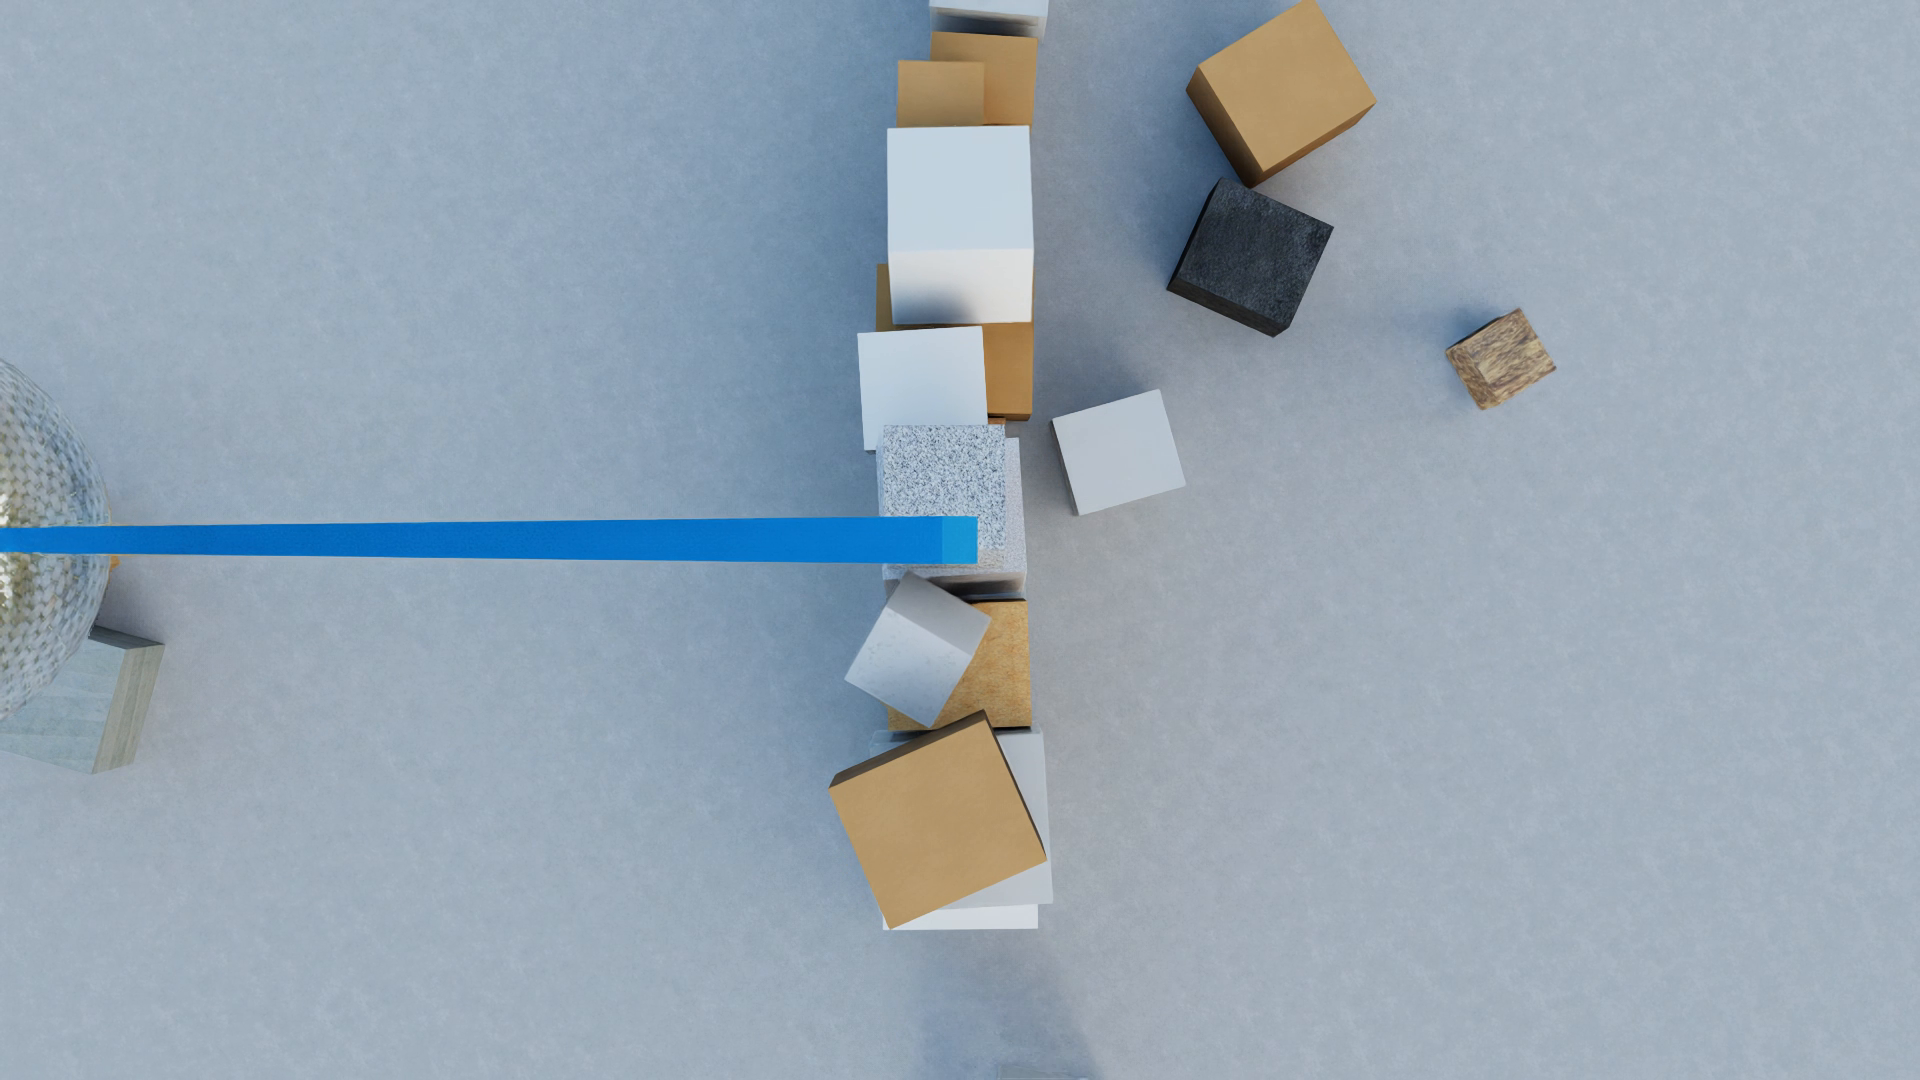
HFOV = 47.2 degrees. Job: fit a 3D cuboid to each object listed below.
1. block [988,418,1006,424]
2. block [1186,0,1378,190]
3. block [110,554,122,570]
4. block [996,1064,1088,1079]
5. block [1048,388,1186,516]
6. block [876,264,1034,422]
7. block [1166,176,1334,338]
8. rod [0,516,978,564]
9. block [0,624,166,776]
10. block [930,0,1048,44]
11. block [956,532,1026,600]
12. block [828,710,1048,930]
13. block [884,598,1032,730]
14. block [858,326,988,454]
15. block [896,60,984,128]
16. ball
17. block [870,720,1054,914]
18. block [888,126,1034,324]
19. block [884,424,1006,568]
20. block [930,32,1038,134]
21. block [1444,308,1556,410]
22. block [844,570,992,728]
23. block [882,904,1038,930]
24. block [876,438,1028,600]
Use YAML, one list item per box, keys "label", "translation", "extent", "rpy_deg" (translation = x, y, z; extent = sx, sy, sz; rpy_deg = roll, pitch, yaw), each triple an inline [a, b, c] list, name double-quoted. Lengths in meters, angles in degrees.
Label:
- label: "block"
  translation: [-0.017, -0.372, 12.741]
  extent: [0.552, 0.519, 0.641]
  rpy_deg: [0, 90, 0]
- label: "block"
  translation: [1.834, -2.557, 12.654]
  extent: [0.749, 0.692, 0.702]
  rpy_deg: [-32, 90, 0]
- label: "block"
  translation: [-5.298, 0.027, 12.734]
  extent: [0.472, 0.532, 0.541]
  rpy_deg: [-31, 90, 0]
- label: "block"
  translation: [0.492, 3.492, 12.645]
  extent: [0.647, 0.697, 0.688]
  rpy_deg: [10, 91, 0]
- label: "block"
  translation: [0.903, -0.498, 12.732]
  extent: [0.630, 0.537, 0.570]
  rpy_deg: [-16, 90, 0]
- label: "block"
  translation: [-0.030, -1.119, 12.610]
  extent: [0.878, 0.779, 0.818]
  rpy_deg: [1, 90, 0]
- label: "block"
  translation: [1.661, -1.620, 12.681]
  extent: [0.695, 0.638, 0.620]
  rpy_deg: [24, 90, 0]
- label: "rod"
  translation: [-1.734, 0.000, 5.628]
  extent: [0.080, 5.200, 0.080]
  rpy_deg: [0, 90, -42]
- label: "block"
  translation: [-5.124, 0.878, 12.688]
  extent: [0.689, 0.624, 0.732]
  rpy_deg: [16, 90, 0]
- label: "block"
  translation: [0.194, -3.343, 12.653]
  extent: [0.664, 0.693, 0.774]
  rpy_deg: [5, 90, 0]
- label: "block"
  translation: [-0.012, 0.390, 12.630]
  extent: [0.758, 0.740, 0.862]
  rpy_deg: [0, 90, 0]
- label: "block"
  translation: [-0.108, 1.378, 10.981]
  extent: [0.835, 0.695, 0.746]
  rpy_deg: [-24, 90, 0]
- label: "block"
  translation: [-0.011, 0.666, 11.942]
  extent: [0.758, 0.638, 0.659]
  rpy_deg: [-2, 90, 0]
- label: "block"
  translation: [-0.195, -0.804, 11.926]
  extent: [0.660, 0.589, 0.619]
  rpy_deg: [-3, 90, 0]
- label: "block"
  translation: [-0.104, -2.385, 12.143]
  extent: [0.466, 0.468, 0.456]
  rpy_deg: [2, 96, 0]
- label: "ball"
  translation: [-4.003, 0.000, 8.161]
  extent: [1.600, 1.600, 1.600]
  rpy_deg: [0, 90, 0]
- label: "block"
  translation: [0.006, 1.461, 11.732]
  extent: [0.897, 0.808, 0.876]
  rpy_deg: [-3, 90, 0]
- label: "block"
  translation: [0.000, -1.696, 11.893]
  extent: [0.755, 0.708, 0.788]
  rpy_deg: [-1, 63, 0]
- label: "block"
  translation: [-0.077, -0.211, 11.167]
  extent: [0.602, 0.649, 0.622]
  rpy_deg: [0, 81, 0]
- label: "block"
  translation: [0.124, -2.597, 12.690]
  extent: [0.600, 0.620, 0.499]
  rpy_deg: [4, 90, 0]
- label: "block"
  translation: [3.141, -1.051, 12.799]
  extent: [0.396, 0.360, 0.415]
  rpy_deg: [-32, 91, -6]
- label: "block"
  translation: [-0.211, 0.557, 11.307]
  extent: [0.506, 0.459, 0.489]
  rpy_deg: [30, 117, 0]
- label: "block"
  translation: [-0.001, 1.765, 12.568]
  extent: [0.855, 0.864, 0.767]
  rpy_deg: [0, 90, 0]
- label: "block"
  translation: [-0.047, -0.102, 11.874]
  extent: [0.751, 0.782, 0.710]
  rpy_deg: [-3, 81, -1]
